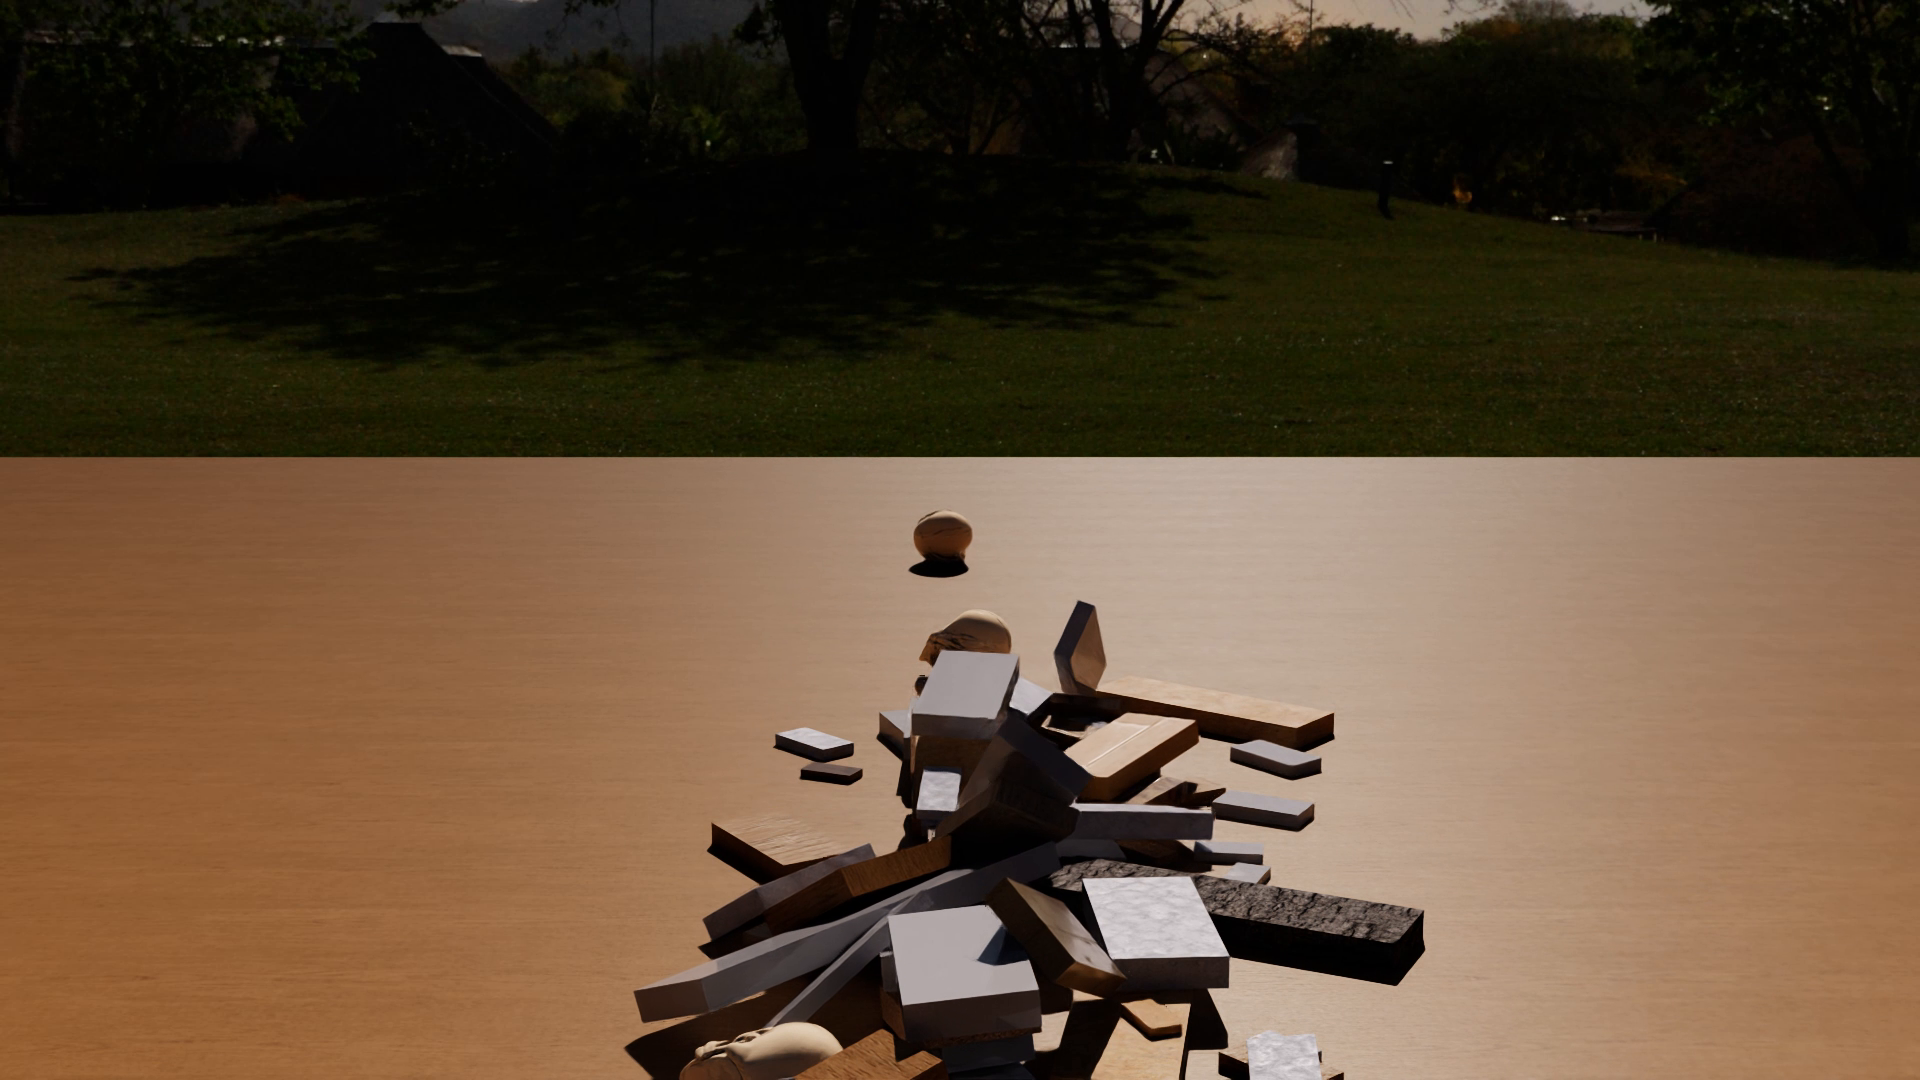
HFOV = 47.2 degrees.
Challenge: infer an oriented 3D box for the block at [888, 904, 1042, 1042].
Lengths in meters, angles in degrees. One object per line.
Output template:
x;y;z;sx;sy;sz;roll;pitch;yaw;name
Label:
0.001;0.562;2.885;0.170;0.048;0.340;-6;9;-4;block

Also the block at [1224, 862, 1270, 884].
0.479;0.574;3.711;0.060;0.017;0.120;4;11;23;block

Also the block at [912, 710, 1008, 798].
0.003;0.393;4.202;0.156;0.044;0.312;3;39;5;block

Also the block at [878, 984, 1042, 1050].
-0.005;0.635;2.986;0.170;0.048;0.340;-7;-4;-9;block

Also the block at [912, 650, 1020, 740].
0.014;0.293;4.191;0.156;0.044;0.312;3;20;9;block

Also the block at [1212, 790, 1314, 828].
0.563;0.500;4.090;0.170;0.024;0.085;6;12;29;block

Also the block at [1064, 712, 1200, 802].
0.302;0.408;4.178;0.160;0.045;0.320;4;18;37;block

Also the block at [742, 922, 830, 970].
-0.241;0.626;3.408;0.176;0.025;0.088;8;13;35;block

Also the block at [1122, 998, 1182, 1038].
0.263;0.656;3.019;0.047;0.013;0.094;-4;11;-21;block

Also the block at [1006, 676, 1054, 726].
0.098;0.322;4.483;0.135;0.038;0.269;25;10;9;block

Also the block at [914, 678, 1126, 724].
0.130;0.354;4.712;0.471;0.087;0.025;5;52;24;block

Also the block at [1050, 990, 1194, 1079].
0.225;0.690;3.000;0.165;0.047;0.329;2;11;9;block

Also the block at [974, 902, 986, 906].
0.076;0.588;3.546;0.106;0.015;0.053;-5;12;-25;block

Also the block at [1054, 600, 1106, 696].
0.258;0.256;4.694;0.038;0.135;0.269;17;-27;19;block

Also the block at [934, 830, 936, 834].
0.028;0.528;3.741;0.070;0.020;0.140;-12;35;-45;block

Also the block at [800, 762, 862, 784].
-0.253;0.458;4.335;0.110;0.016;0.055;5;12;24;block

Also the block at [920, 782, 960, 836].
-0.036;0.478;3.916;0.069;0.020;0.139;-2;28;-2;block

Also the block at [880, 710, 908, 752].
-0.047;0.407;4.533;0.155;0.044;0.310;-4;11;-19;block

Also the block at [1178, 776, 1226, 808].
0.411;0.484;4.176;0.170;0.024;0.085;-6;12;-30;block

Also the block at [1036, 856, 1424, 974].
0.427;0.594;3.521;0.594;0.047;0.165;5;12;26;block

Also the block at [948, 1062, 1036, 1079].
0.031;0.702;2.787;0.121;0.034;0.241;-10;0;-10;block

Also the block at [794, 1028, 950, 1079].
-0.188;0.701;2.634;0.329;0.047;0.165;-24;13;-25;block

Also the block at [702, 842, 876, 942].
-0.268;0.562;3.521;0.138;0.039;0.275;-34;-13;37;block

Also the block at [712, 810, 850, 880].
-0.311;0.537;3.845;0.138;0.039;0.275;-7;12;-32;block

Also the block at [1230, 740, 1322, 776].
0.634;0.438;4.420;0.085;0.024;0.170;-9;15;-37;block

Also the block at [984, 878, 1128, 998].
0.133;0.545;2.997;0.146;0.041;0.293;48;3;23;block

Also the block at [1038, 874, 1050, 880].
0.137;0.551;3.745;0.053;0.015;0.106;14;14;16;block

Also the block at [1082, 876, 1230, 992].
0.288;0.586;3.300;0.171;0.048;0.341;-1;11;-4;block

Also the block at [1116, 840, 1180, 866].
0.326;0.547;3.860;0.055;0.016;0.110;-9;14;-40;block

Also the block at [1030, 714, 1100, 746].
0.234;0.393;4.427;0.080;0.023;0.274;-9;13;-39;block

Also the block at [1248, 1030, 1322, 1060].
0.447;0.702;3.031;0.047;0.013;0.094;-9;14;-40;block

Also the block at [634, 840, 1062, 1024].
-0.150;0.578;3.290;0.714;0.047;0.166;-14;-5;-44;block

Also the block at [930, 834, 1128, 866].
0.118;0.528;3.736;0.335;0.020;0.069;4;20;-21;block

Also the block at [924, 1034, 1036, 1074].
0.014;0.671;2.942;0.121;0.034;0.241;-6;-4;-12;block

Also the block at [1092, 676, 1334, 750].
0.538;0.368;4.741;0.517;0.045;0.160;8;13;37;block

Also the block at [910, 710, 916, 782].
-0.051;0.397;4.253;0.087;0.025;0.174;-1;39;0;block

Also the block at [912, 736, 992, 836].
-0.005;0.425;4.079;0.156;0.044;0.312;0;36;1;block

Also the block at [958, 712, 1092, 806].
0.101;0.405;3.570;0.160;0.320;0.045;38;62;8;block

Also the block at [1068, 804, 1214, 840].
0.257;0.493;3.854;0.332;0.047;0.166;4;-3;-25;block

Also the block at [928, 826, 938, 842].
-0.019;0.539;3.791;0.070;0.020;0.140;-1;26;-3;block

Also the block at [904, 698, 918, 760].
-0.029;0.379;4.443;0.155;0.044;0.310;0;11;1;block

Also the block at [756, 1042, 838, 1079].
-0.164;0.716;2.918;0.192;0.027;0.096;6;12;31;block

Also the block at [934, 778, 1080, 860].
0.071;0.465;3.544;0.138;0.039;0.275;24;-29;-12;block

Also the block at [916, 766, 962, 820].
-0.036;0.451;3.924;0.069;0.020;0.139;2;28;5;block

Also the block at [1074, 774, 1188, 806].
0.280;0.470;4.126;0.135;0.038;0.269;-22;20;-40;block

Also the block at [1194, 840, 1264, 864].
0.471;0.547;3.853;0.120;0.017;0.060;1;11;7;block

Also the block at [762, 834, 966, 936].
-0.145;0.543;3.456;0.166;0.047;0.332;-33;-14;28;block

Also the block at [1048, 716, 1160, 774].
0.266;0.422;4.454;0.155;0.044;0.311;-4;11;-21;block

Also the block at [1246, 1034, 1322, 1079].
0.425;0.707;2.868;0.092;0.026;0.184;-6;18;6;block

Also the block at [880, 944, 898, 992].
-0.030;0.602;3.195;0.170;0.048;0.340;-6;-4;-3;block

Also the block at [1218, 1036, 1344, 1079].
0.431;0.711;2.956;0.077;0.022;0.154;-9;14;-40;block

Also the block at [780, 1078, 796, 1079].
-0.223;0.714;2.507;0.092;0.184;0.026;-5;-10;-24;block

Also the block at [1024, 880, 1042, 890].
0.098;0.578;3.691;0.054;0.015;0.108;4;11;20;block

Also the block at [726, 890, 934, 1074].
-0.176;0.612;3.068;0.374;0.025;0.088;-36;-3;-45;block

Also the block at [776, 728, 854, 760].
-0.300;0.419;4.528;0.080;0.023;0.159;-9;14;-41;block
